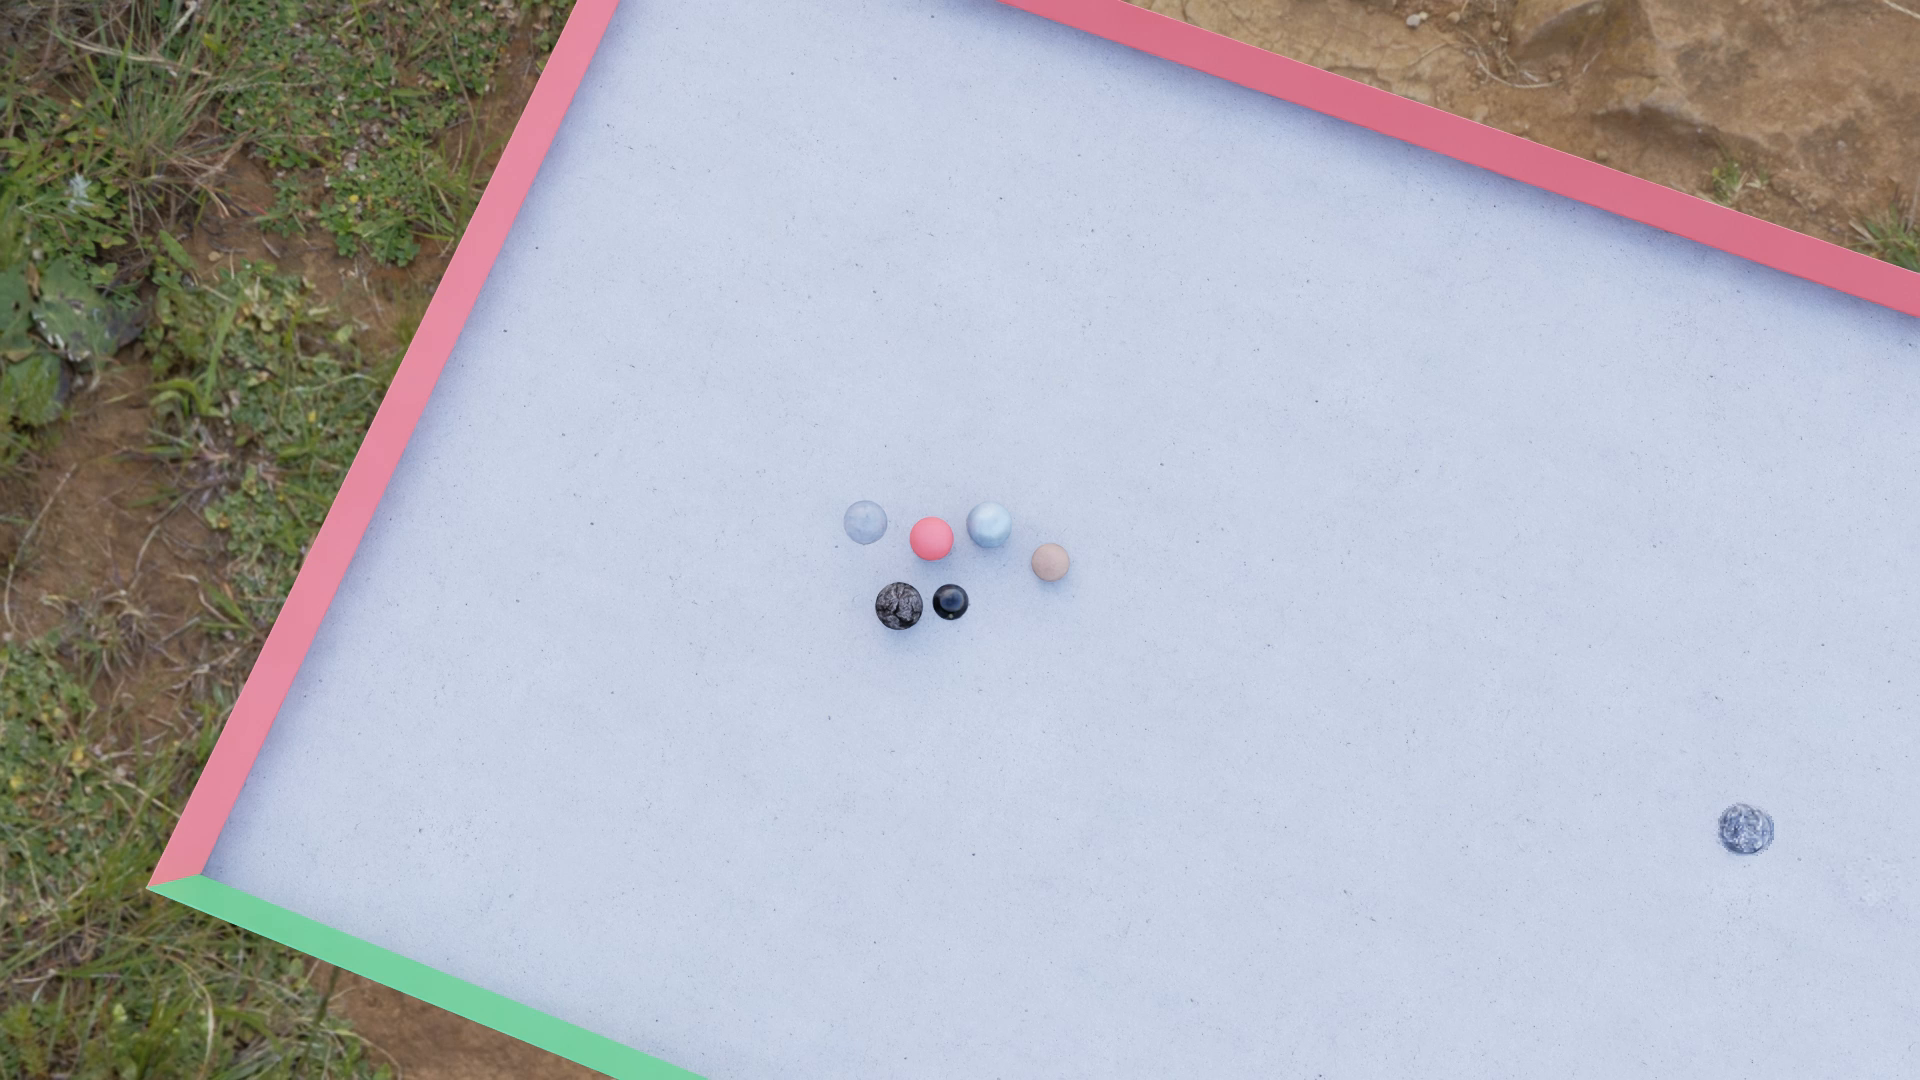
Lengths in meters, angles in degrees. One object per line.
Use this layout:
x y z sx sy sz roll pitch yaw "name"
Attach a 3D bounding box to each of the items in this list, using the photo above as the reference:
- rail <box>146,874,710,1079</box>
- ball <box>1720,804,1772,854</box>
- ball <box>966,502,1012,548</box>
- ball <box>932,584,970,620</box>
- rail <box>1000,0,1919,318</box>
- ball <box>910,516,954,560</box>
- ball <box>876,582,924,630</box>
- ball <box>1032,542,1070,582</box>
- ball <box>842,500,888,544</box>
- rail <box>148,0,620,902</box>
0.513 1.113 3.031 3.589 0.095 0.045 20 75 6 "rail"
1.158 0.426 3.241 0.073 0.073 0.073 0 74 0 "ball"
0.045 -0.024 3.371 0.071 0.071 0.071 0 74 0 "ball"
-0.014 0.094 3.345 0.056 0.056 0.056 0 74 0 "ball"
1.161 -0.501 3.495 3.589 0.095 0.045 20 75 6 "rail"
-0.043 -0.002 3.367 0.068 0.068 0.068 0 74 0 "ball"
-0.092 0.100 3.335 0.073 0.073 0.073 0 74 0 "ball"
0.138 0.034 3.361 0.059 0.059 0.059 0 74 0 "ball"
-0.145 -0.027 3.373 0.069 0.069 0.069 0 74 0 "ball"
-0.815 -0.306 3.439 0.045 0.095 1.847 20 75 6 "rail"
